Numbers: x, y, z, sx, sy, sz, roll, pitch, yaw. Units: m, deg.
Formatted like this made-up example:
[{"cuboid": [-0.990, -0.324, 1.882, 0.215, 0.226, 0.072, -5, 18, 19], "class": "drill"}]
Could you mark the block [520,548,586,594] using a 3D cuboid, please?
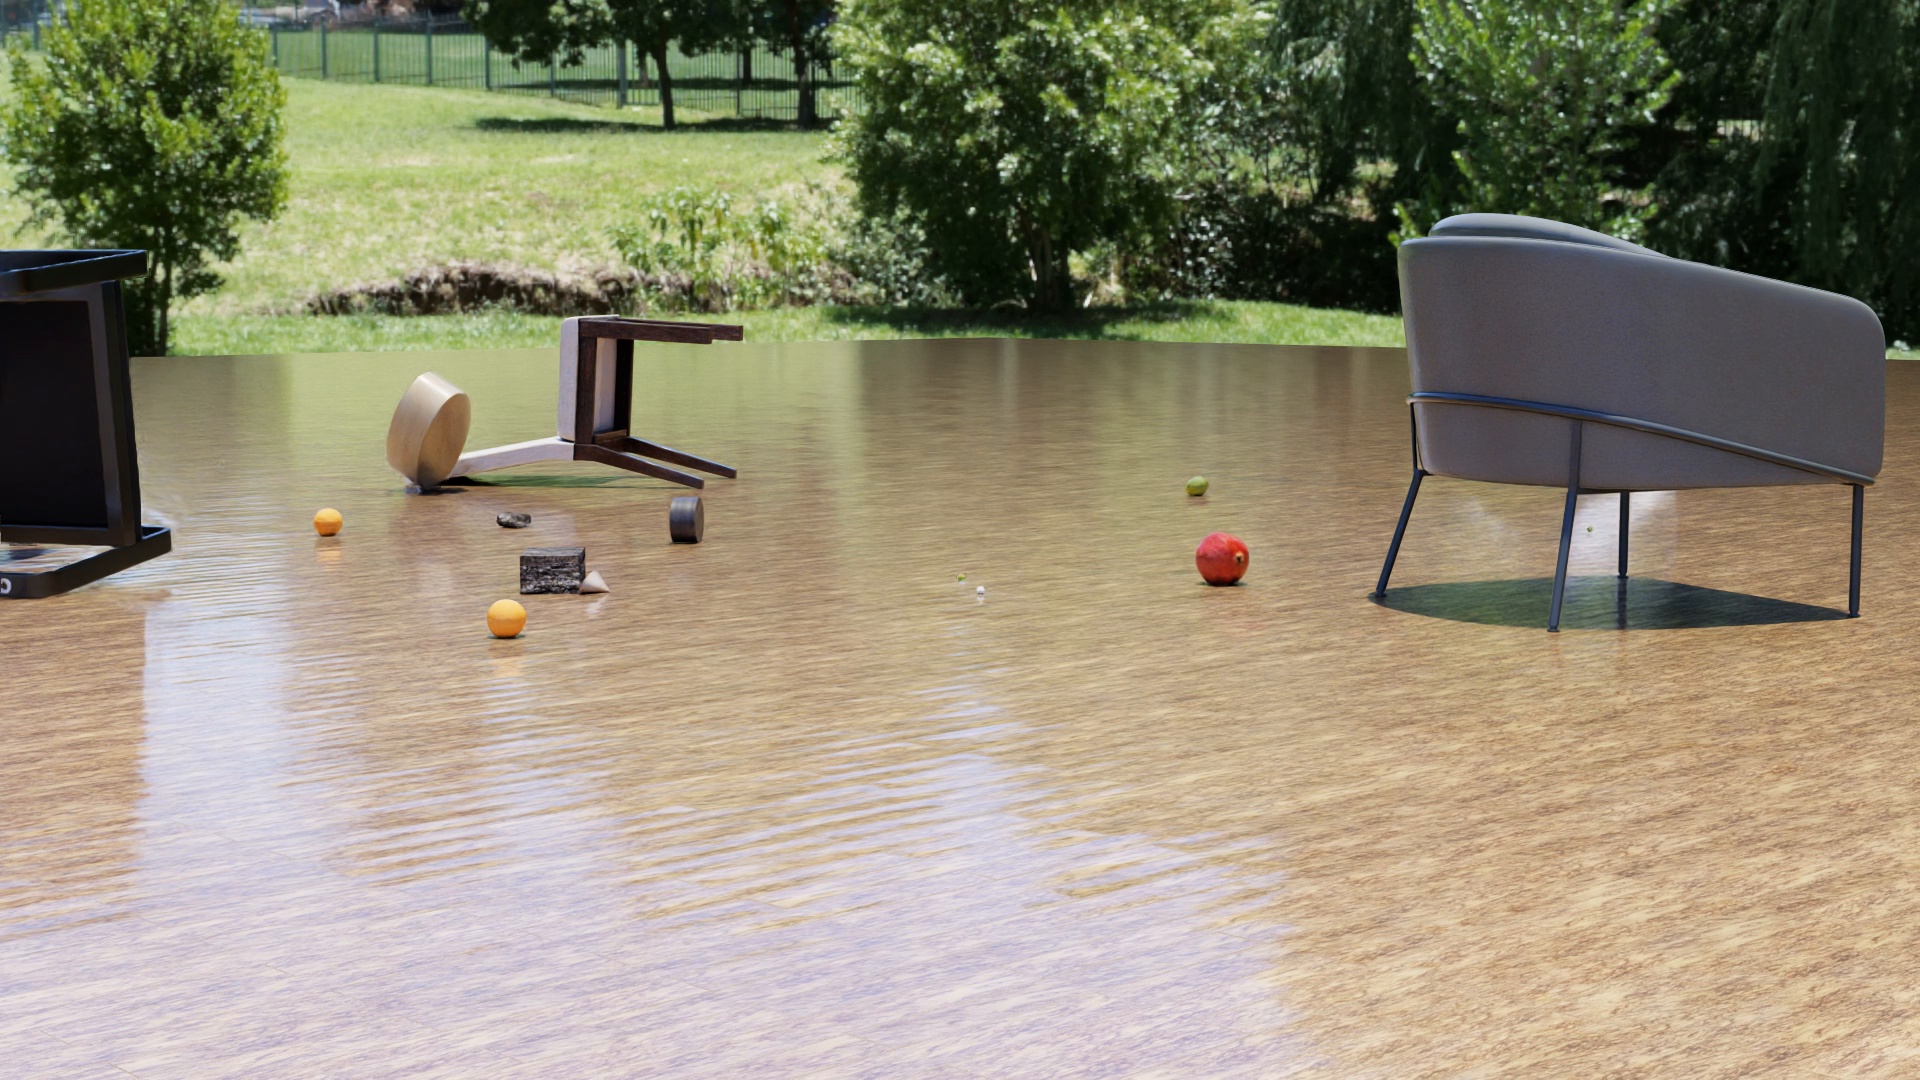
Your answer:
[{"cuboid": [-0.855, 0.064, 5.396, 0.122, 0.081, 0.168, 0, 6, -4], "class": "block"}]

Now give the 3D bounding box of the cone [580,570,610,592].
[{"cuboid": [-0.752, 0.098, 5.357, 0.053, 0.048, 0.122, 25, 12, 4], "class": "cone"}]

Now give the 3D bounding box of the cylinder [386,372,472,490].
[{"cuboid": [-1.624, -0.332, 7.847, 0.127, 0.357, 0.228, 32, 35, 17], "class": "cylinder"}]

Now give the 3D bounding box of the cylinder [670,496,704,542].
[{"cuboid": [-0.677, -0.051, 6.355, 0.063, 0.113, 0.111, 1, 27, 6], "class": "cylinder"}]

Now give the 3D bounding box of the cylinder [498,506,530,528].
[{"cuboid": [-1.171, -0.053, 6.740, 0.071, 0.037, 0.059, -29, 12, 29], "class": "cylinder"}]
